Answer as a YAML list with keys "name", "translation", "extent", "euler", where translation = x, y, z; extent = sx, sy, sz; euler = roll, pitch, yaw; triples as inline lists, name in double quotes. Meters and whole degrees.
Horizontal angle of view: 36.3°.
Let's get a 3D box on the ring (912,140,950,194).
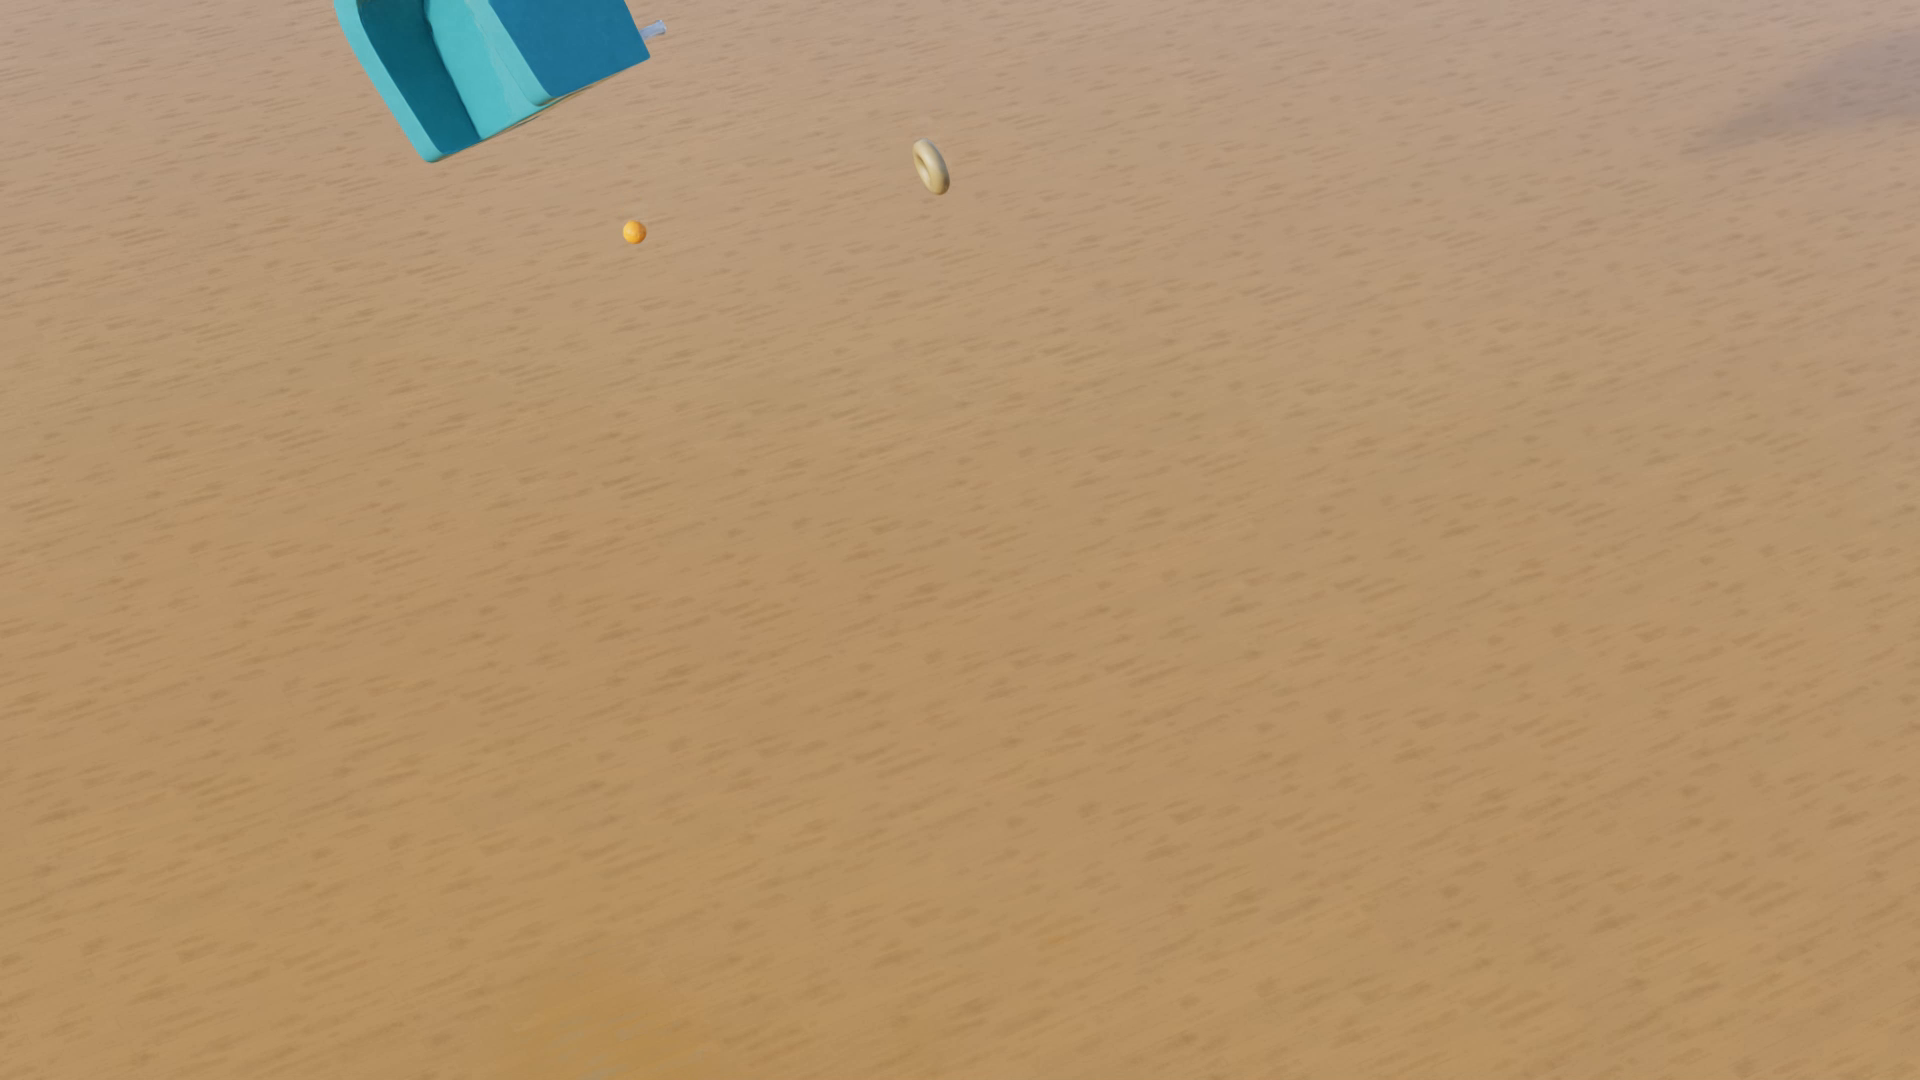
- name: "ring"
  translation: [-0.085, -1.102, 8.659]
  extent: [0.057, 0.176, 0.156]
  euler: [-26, 8, -13]
